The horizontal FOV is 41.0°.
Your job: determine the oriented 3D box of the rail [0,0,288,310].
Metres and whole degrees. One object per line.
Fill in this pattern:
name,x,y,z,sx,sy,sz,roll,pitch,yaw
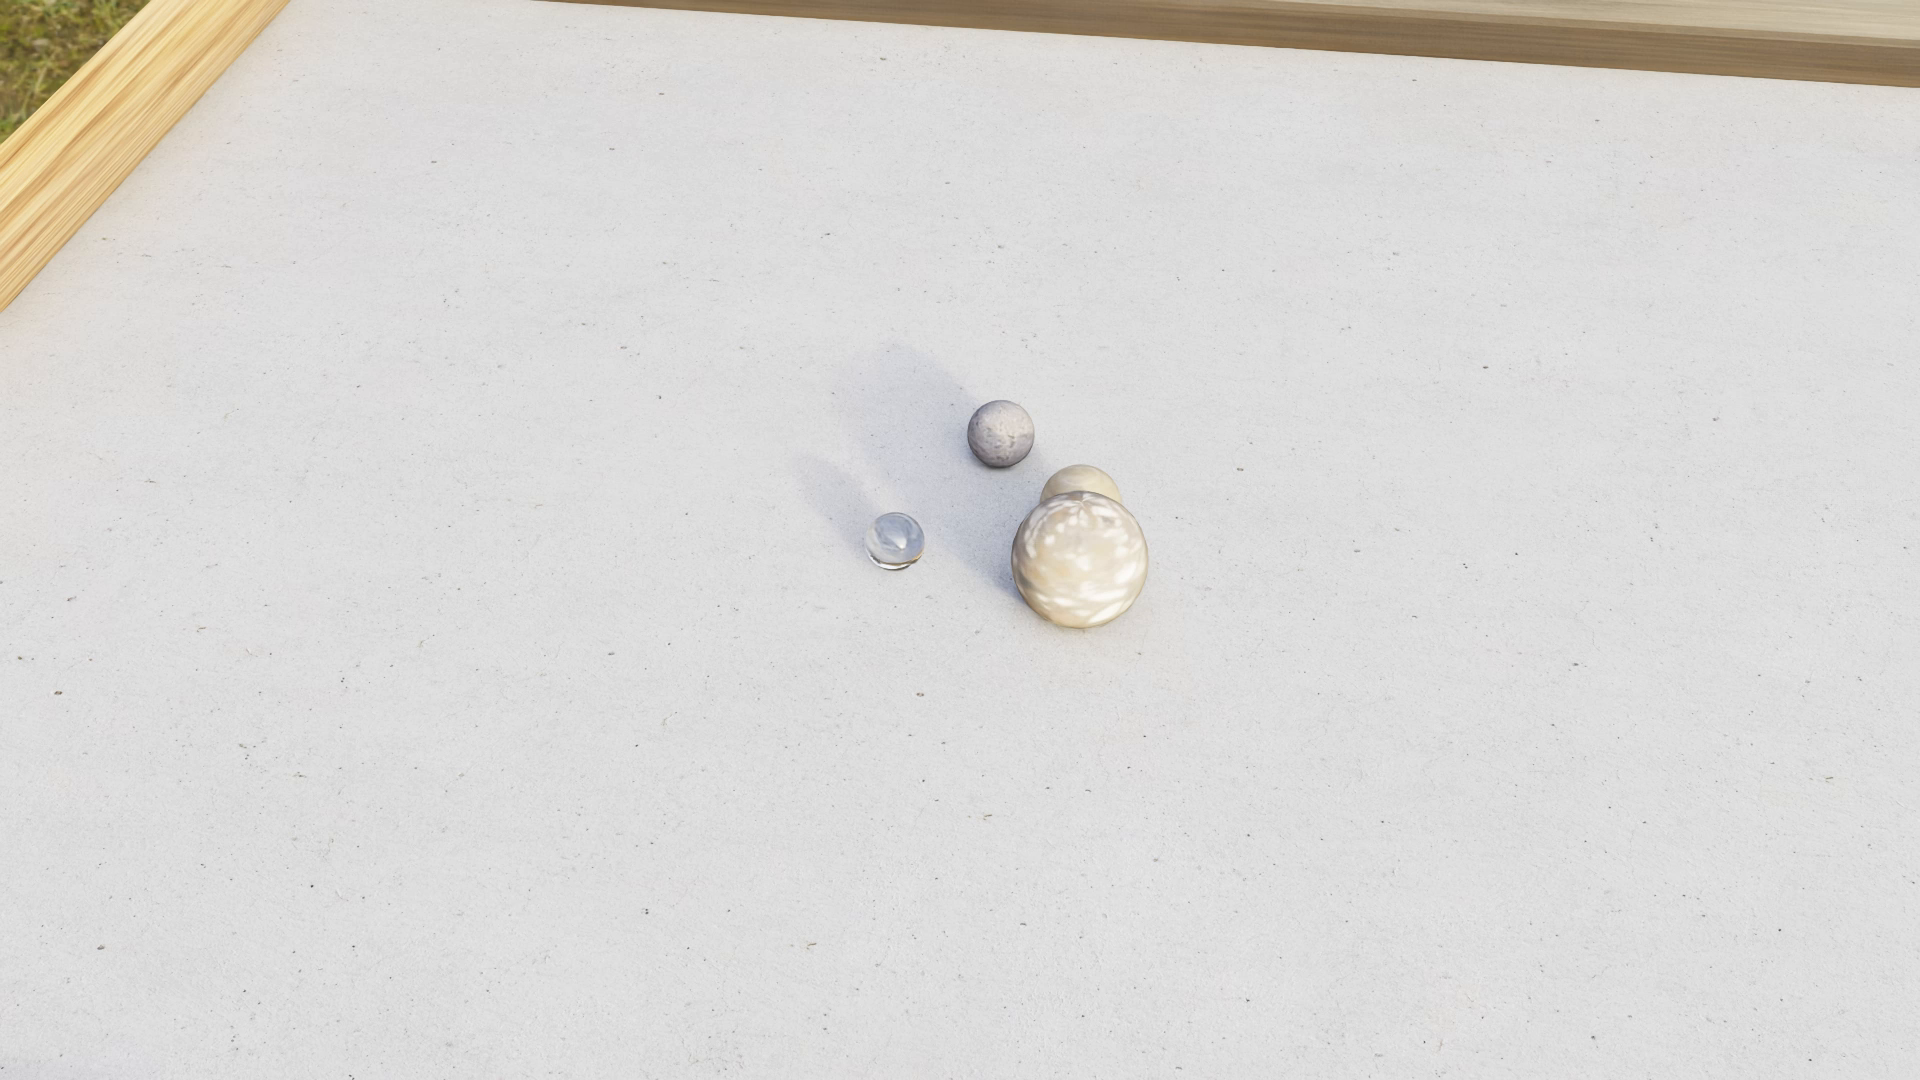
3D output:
rail,-0.846,-0.102,1.964,0.045,0.128,1.970,5,35,7

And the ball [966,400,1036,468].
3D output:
ball,0.032,-0.083,2.004,0.053,0.053,0.053,0,35,0

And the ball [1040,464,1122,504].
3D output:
ball,0.090,-0.026,1.914,0.062,0.062,0.062,0,35,0

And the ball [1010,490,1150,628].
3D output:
ball,0.085,0.014,1.826,0.098,0.098,0.098,0,35,0

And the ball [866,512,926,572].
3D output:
ball,-0.048,0.001,1.891,0.044,0.044,0.044,0,35,0

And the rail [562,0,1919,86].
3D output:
rail,1.017,-0.492,2.526,3.520,0.128,0.045,5,35,7
